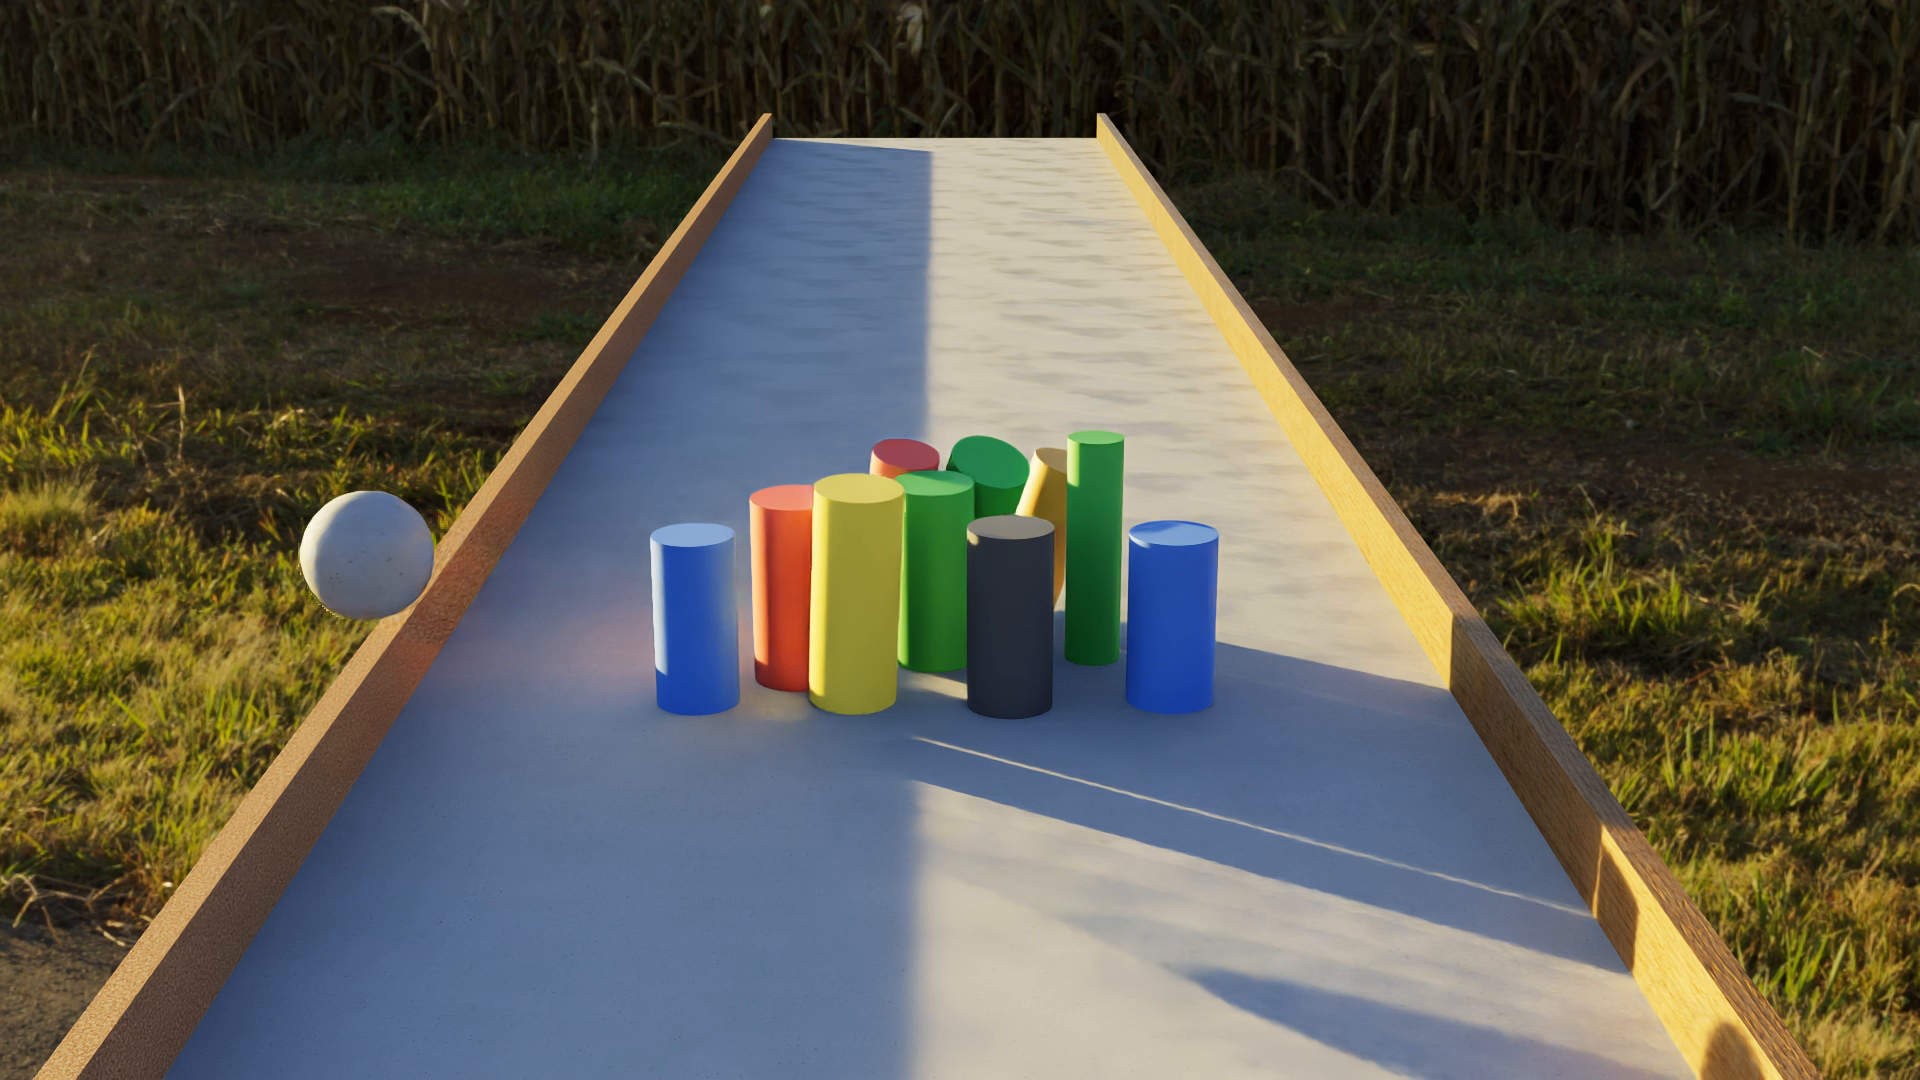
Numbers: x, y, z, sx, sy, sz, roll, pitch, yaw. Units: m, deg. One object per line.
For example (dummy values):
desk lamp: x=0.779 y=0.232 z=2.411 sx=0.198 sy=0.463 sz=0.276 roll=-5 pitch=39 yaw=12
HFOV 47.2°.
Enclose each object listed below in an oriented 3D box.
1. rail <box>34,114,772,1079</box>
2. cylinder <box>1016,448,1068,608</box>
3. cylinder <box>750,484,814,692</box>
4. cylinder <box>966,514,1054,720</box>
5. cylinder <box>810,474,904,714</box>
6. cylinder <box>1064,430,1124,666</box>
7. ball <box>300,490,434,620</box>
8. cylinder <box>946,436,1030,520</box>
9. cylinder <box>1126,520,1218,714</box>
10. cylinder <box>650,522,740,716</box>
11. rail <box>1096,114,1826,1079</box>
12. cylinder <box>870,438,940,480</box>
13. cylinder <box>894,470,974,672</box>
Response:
rail: x=-1.118 y=-0.838 z=7.780 sx=0.050 sy=0.150 sz=12.000 roll=0 pitch=17 yaw=-1
cylinder: x=0.177 y=-0.014 z=4.639 sx=0.147 sy=0.333 sz=0.147 roll=16 pitch=21 yaw=-6
cylinder: x=-0.317 y=0.092 z=4.266 sx=0.172 sy=0.366 sz=0.172 roll=0 pitch=18 yaw=0
cylinder: x=0.094 y=0.144 z=4.130 sx=0.163 sy=0.350 sz=0.163 roll=0 pitch=17 yaw=0
cylinder: x=-0.196 y=0.101 z=4.126 sx=0.167 sy=0.421 sz=0.167 roll=2 pitch=20 yaw=-1
cylinder: x=0.266 y=0.017 z=4.371 sx=0.111 sy=0.455 sz=0.111 roll=0 pitch=17 yaw=0
ball: x=-1.073 y=0.027 z=3.988 sx=0.236 sy=0.236 sz=0.236 roll=0 pitch=17 yaw=0
cylinder: x=0.014 y=-0.017 z=4.559 sx=0.165 sy=0.380 sz=0.165 roll=12 pitch=39 yaw=-10
cylinder: x=0.400 y=0.145 z=4.160 sx=0.167 sy=0.331 sz=0.167 roll=0 pitch=17 yaw=0
cylinder: x=-0.499 y=0.148 z=4.149 sx=0.158 sy=0.330 sz=0.158 roll=0 pitch=17 yaw=0
rail: x=0.932 y=-0.844 z=7.801 sx=0.050 sy=0.150 sz=12.000 roll=0 pitch=17 yaw=-1
cylinder: x=-0.134 y=-0.003 z=4.512 sx=0.137 sy=0.391 sz=0.137 roll=7 pitch=28 yaw=-4
cylinder: x=-0.053 y=0.061 z=4.359 sx=0.163 sy=0.369 sz=0.163 roll=0 pitch=20 yaw=0
